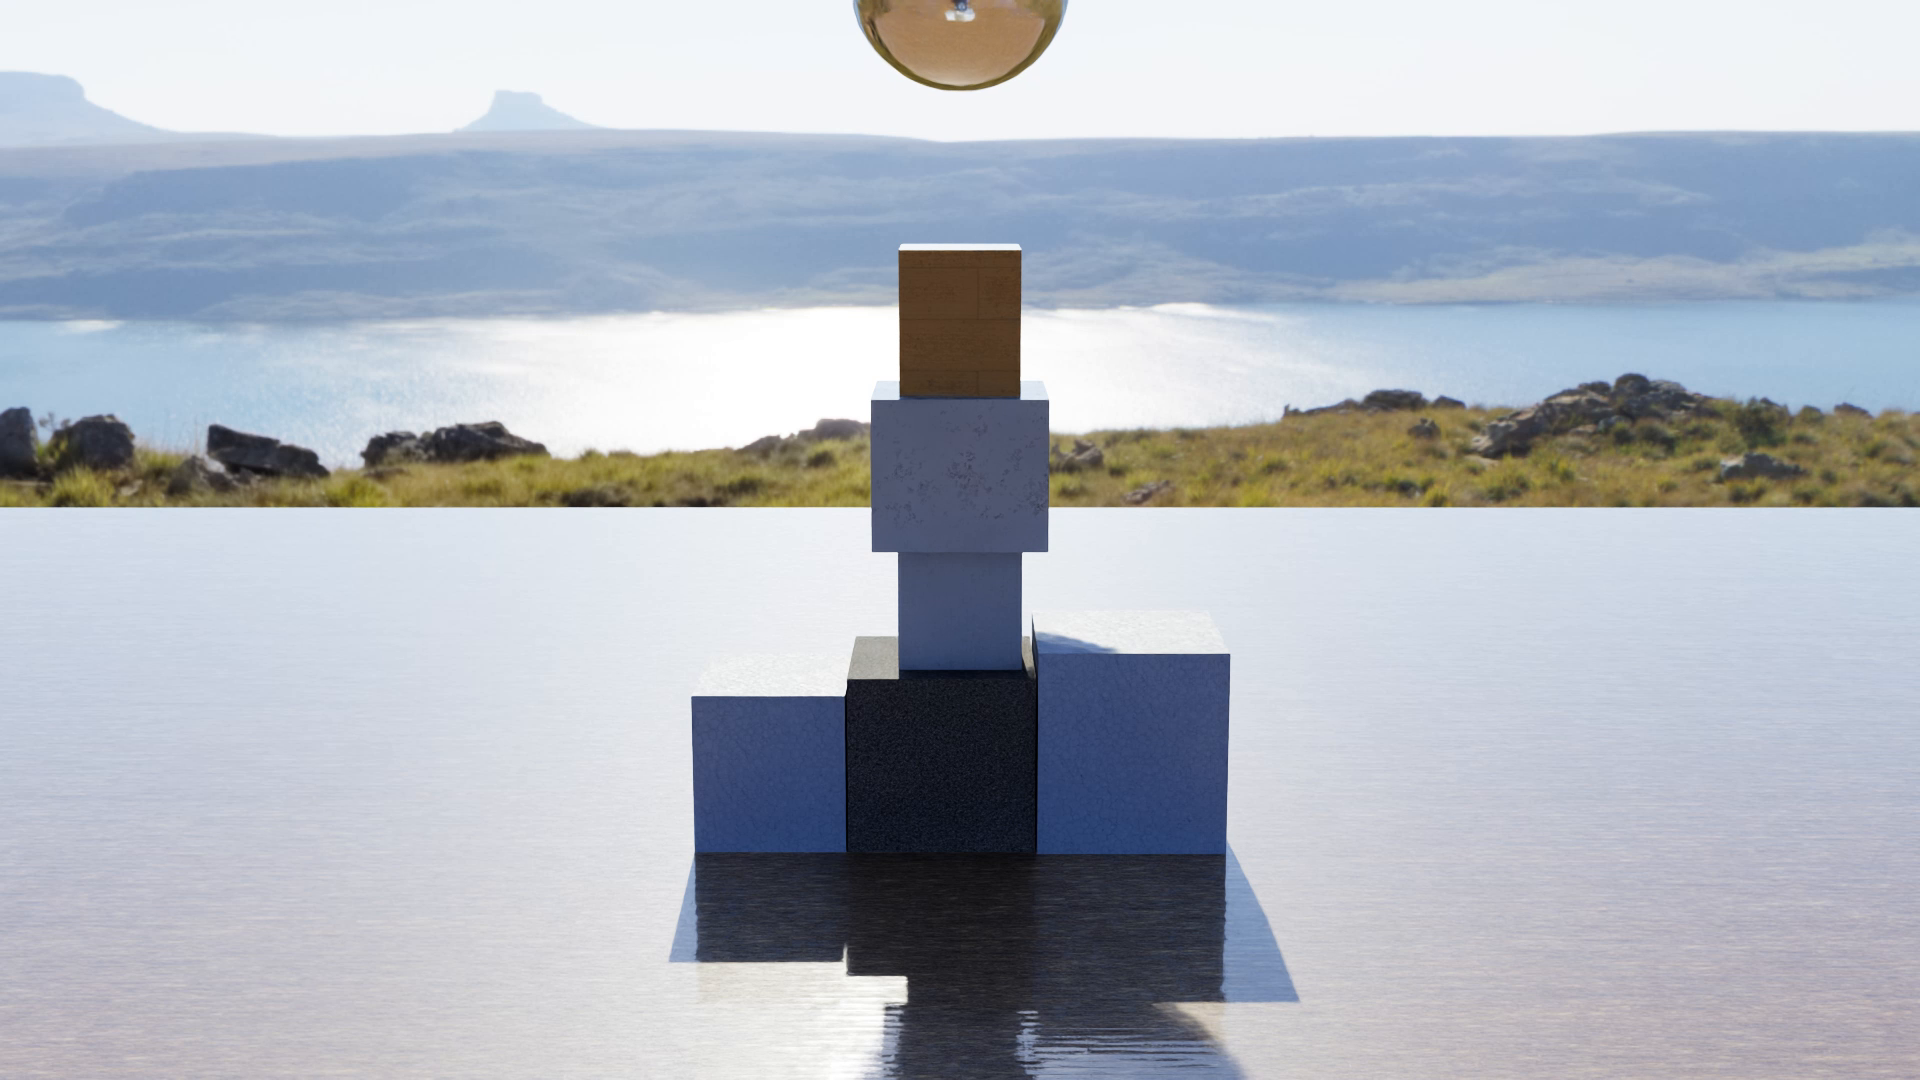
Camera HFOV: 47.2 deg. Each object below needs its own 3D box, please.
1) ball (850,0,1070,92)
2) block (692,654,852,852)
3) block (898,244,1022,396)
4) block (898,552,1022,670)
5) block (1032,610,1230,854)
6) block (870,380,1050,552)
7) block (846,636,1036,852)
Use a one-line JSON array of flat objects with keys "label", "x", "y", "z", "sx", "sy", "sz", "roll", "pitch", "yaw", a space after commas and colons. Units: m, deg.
[{"label": "ball", "x": 0.000, "y": -3.998, "z": 15.642, "sx": 1.600, "sy": 1.600, "sz": 1.600, "roll": 0, "pitch": 10, "yaw": 0}, {"label": "block", "x": -0.947, "y": 1.082, "z": 11.370, "sx": 0.759, "sy": 0.803, "sz": 0.925, "roll": 0, "pitch": 10, "yaw": 0}, {"label": "block", "x": 0.000, "y": -1.103, "z": 10.962, "sx": 0.593, "sy": 0.712, "sz": 0.601, "roll": 0, "pitch": 10, "yaw": 0}, {"label": "block", "x": 0.000, "y": 0.288, "z": 11.251, "sx": 0.618, "sy": 0.627, "sz": 0.599, "roll": 0, "pitch": 10, "yaw": 0}, {"label": "block", "x": 0.855, "y": 0.971, "z": 11.357, "sx": 0.943, "sy": 1.026, "sz": 1.000, "roll": 0, "pitch": 10, "yaw": 0}, {"label": "block", "x": 0.000, "y": -0.386, "z": 11.109, "sx": 0.866, "sy": 0.750, "sz": 0.869, "roll": 0, "pitch": 10, "yaw": 0}, {"label": "block", "x": -0.092, "y": 1.037, "z": 11.376, "sx": 0.932, "sy": 0.890, "sz": 0.956, "roll": 0, "pitch": 10, "yaw": 0}]
